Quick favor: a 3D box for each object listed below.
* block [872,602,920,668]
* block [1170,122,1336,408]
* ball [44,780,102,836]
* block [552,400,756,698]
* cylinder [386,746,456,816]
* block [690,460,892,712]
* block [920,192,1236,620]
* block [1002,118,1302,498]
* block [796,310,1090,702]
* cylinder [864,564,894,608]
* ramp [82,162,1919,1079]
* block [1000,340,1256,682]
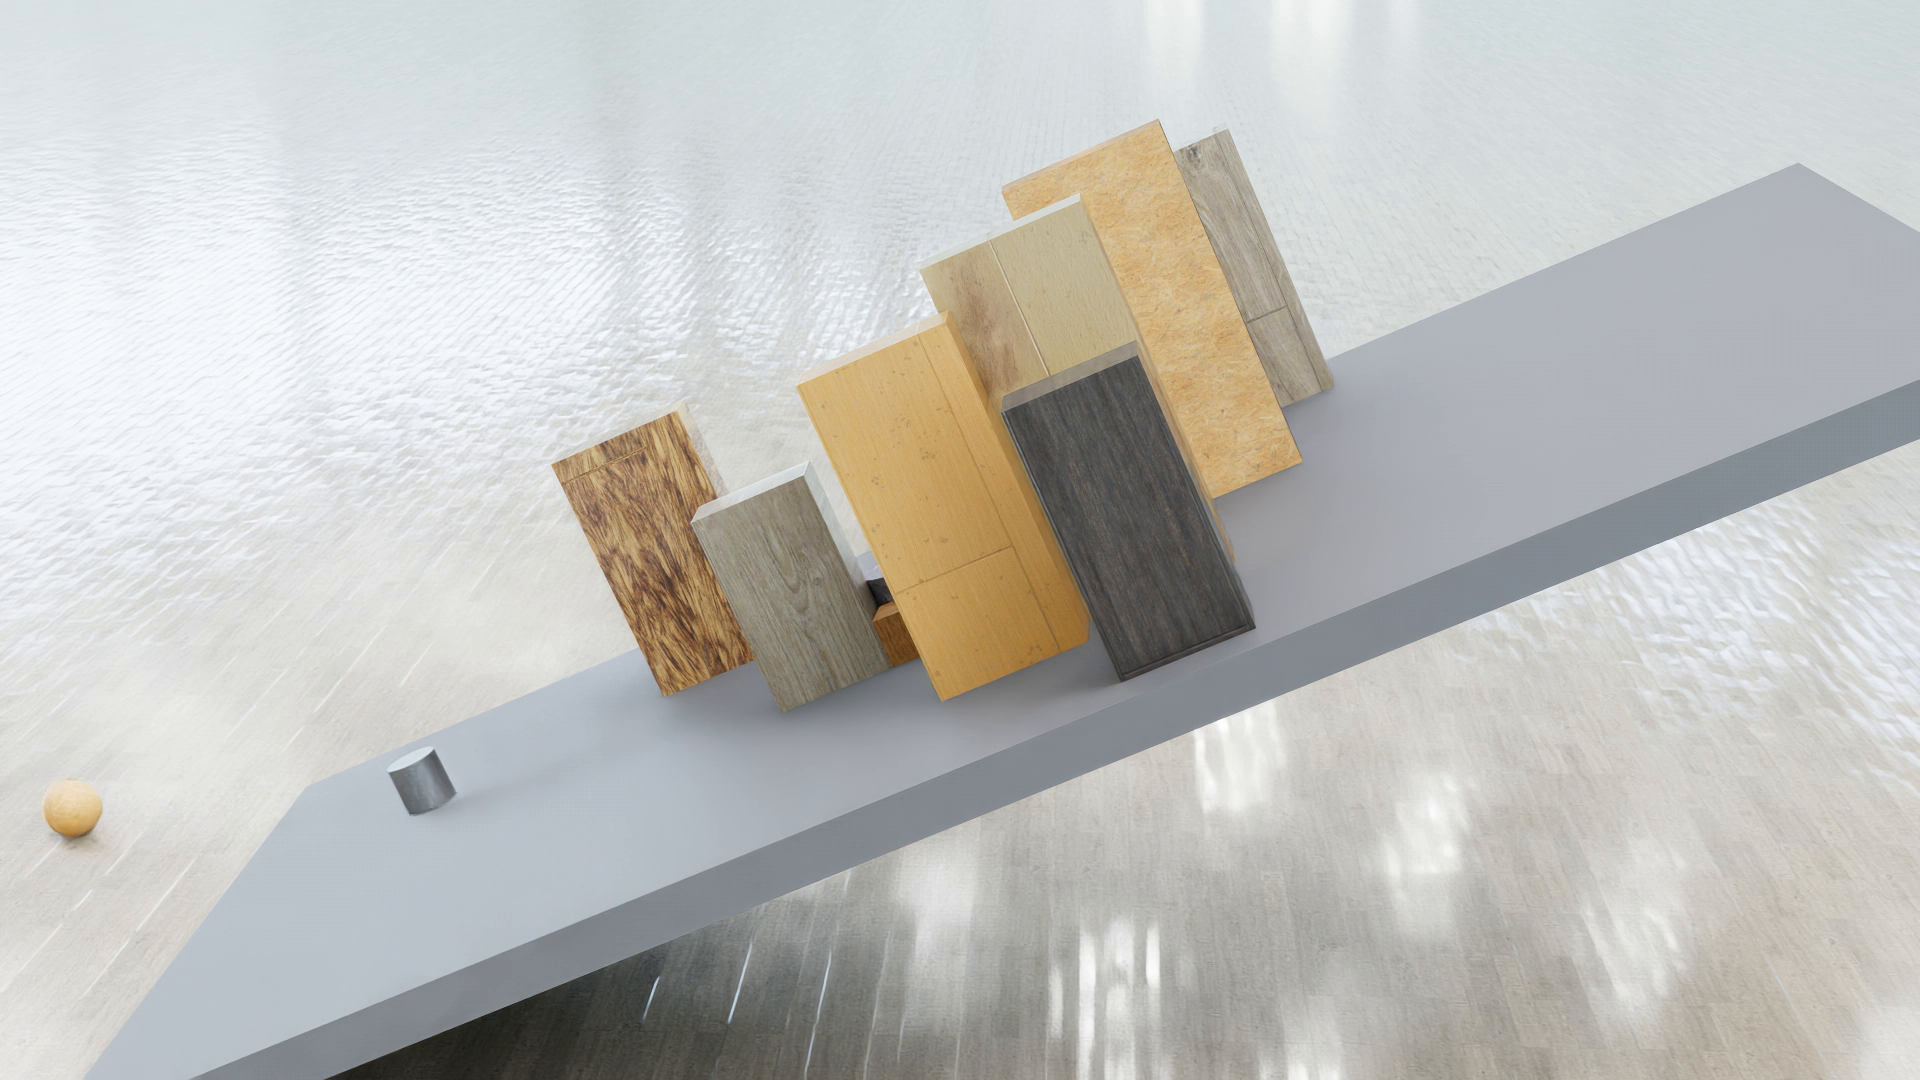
[{"bbox_3d":[-0.107,0.185,6.193,0.107,0.107,0.107,-22,13,13],"label":"block"},{"bbox_3d":[0.626,-0.615,6.843,0.259,0.650,0.119,-23,13,8],"label":"block"},{"bbox_3d":[-2.240,0.677,7.426,0.143,0.143,0.143,0,15,0],"label":"ball"},{"bbox_3d":[-0.656,0.020,6.750,0.317,0.601,0.124,-23,13,8],"label":"block"},{"bbox_3d":[-1.236,0.554,6.755,0.118,0.118,0.118,-23,13,6],"label":"cylinder"},{"bbox_3d":[-0.347,0.098,6.203,0.259,0.451,0.141,-23,13,8],"label":"block"},{"bbox_3d":[0.235,-0.255,5.811,0.339,0.779,0.114,-23,13,8],"label":"block"},{"bbox_3d":[0.413,-0.462,6.299,0.361,0.790,0.095,-23,13,8],"label":"block"},{"bbox_3d":[-0.029,-0.065,5.736,0.315,0.688,0.134,-23,13,8],"label":"block"},{"bbox_3d":[-0.102,0.121,6.315,0.163,0.163,0.163,-23,13,6],"label":"cylinder"},{"bbox_3d":[0.131,0.170,6.285,4.000,0.100,2.000,-23,13,8],"label":"ramp"},{"bbox_3d":[0.309,-0.052,5.372,0.266,0.550,0.144,-23,13,8],"label":"block"}]
